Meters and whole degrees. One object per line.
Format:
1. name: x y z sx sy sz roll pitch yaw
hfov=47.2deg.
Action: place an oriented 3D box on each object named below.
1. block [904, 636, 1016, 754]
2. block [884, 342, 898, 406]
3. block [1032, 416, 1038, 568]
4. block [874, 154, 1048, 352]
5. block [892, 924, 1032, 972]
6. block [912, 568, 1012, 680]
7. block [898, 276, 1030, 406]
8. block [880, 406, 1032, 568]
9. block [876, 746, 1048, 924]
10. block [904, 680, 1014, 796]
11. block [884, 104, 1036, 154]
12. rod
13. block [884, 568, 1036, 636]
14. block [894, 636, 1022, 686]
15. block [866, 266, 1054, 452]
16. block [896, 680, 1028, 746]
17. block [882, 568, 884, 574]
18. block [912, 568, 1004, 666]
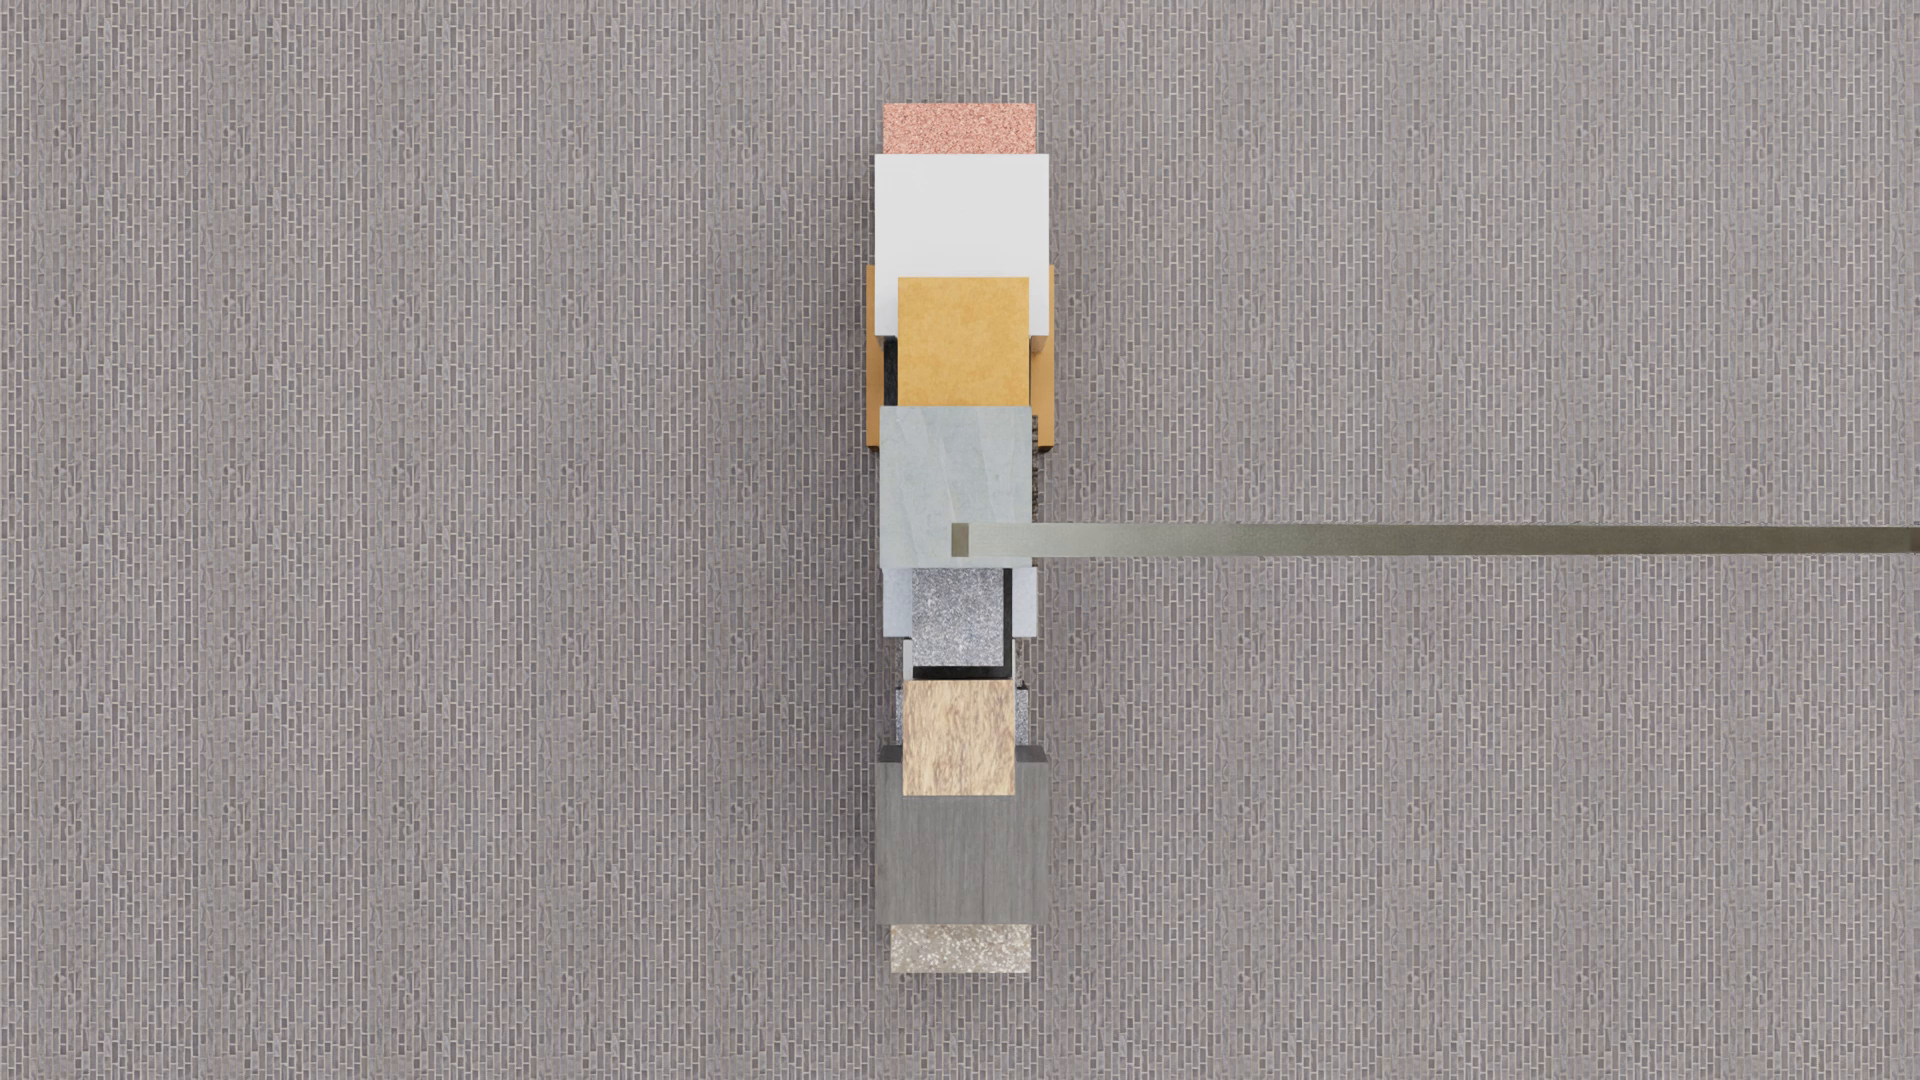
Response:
1. block: -0.004 0.823 11.817 0.585 0.637 0.596 0 90 0
2. block: -0.014 -0.614 11.761 0.759 0.789 0.829 0 90 0
3. block: 0.012 -0.237 10.987 0.729 0.761 0.732 0 90 0
4. block: 0.010 -1.499 11.660 0.882 0.991 0.919 0 90 0
5. block: 0.006 1.983 12.642 0.781 0.715 0.869 0 90 0
6. block: 0.014 0.416 11.217 0.494 0.568 0.570 0 90 0
7. block: 0.017 -0.936 10.837 0.628 0.659 0.657 0 91 0
8. block: -0.019 -0.237 10.207 0.679 0.798 0.724 0 90 0
9. block: 0.014 1.546 11.668 0.874 0.934 0.826 0 90 0
10. block: -0.006 0.979 10.956 0.541 0.510 0.556 0 86 0
11. block: -0.003 -1.973 12.585 0.841 0.830 0.888 0 90 0
12. rod: 2.234 0.000 6.415 5.200 0.080 0.080 0 90 -31
13. block: -0.001 0.159 11.908 0.805 0.682 0.707 0 89 0
14. block: -0.008 0.509 12.624 0.709 0.751 0.616 0 90 0
15. block: 0.002 -1.020 12.578 1.039 0.845 0.997 0 90 0
16. block: 0.011 1.183 12.568 0.729 0.865 0.712 0 90 0
17. block: -0.018 -0.160 12.652 0.835 0.695 0.703 0 90 0
18. block: -0.011 0.368 10.731 0.436 0.403 0.474 0 90 0
